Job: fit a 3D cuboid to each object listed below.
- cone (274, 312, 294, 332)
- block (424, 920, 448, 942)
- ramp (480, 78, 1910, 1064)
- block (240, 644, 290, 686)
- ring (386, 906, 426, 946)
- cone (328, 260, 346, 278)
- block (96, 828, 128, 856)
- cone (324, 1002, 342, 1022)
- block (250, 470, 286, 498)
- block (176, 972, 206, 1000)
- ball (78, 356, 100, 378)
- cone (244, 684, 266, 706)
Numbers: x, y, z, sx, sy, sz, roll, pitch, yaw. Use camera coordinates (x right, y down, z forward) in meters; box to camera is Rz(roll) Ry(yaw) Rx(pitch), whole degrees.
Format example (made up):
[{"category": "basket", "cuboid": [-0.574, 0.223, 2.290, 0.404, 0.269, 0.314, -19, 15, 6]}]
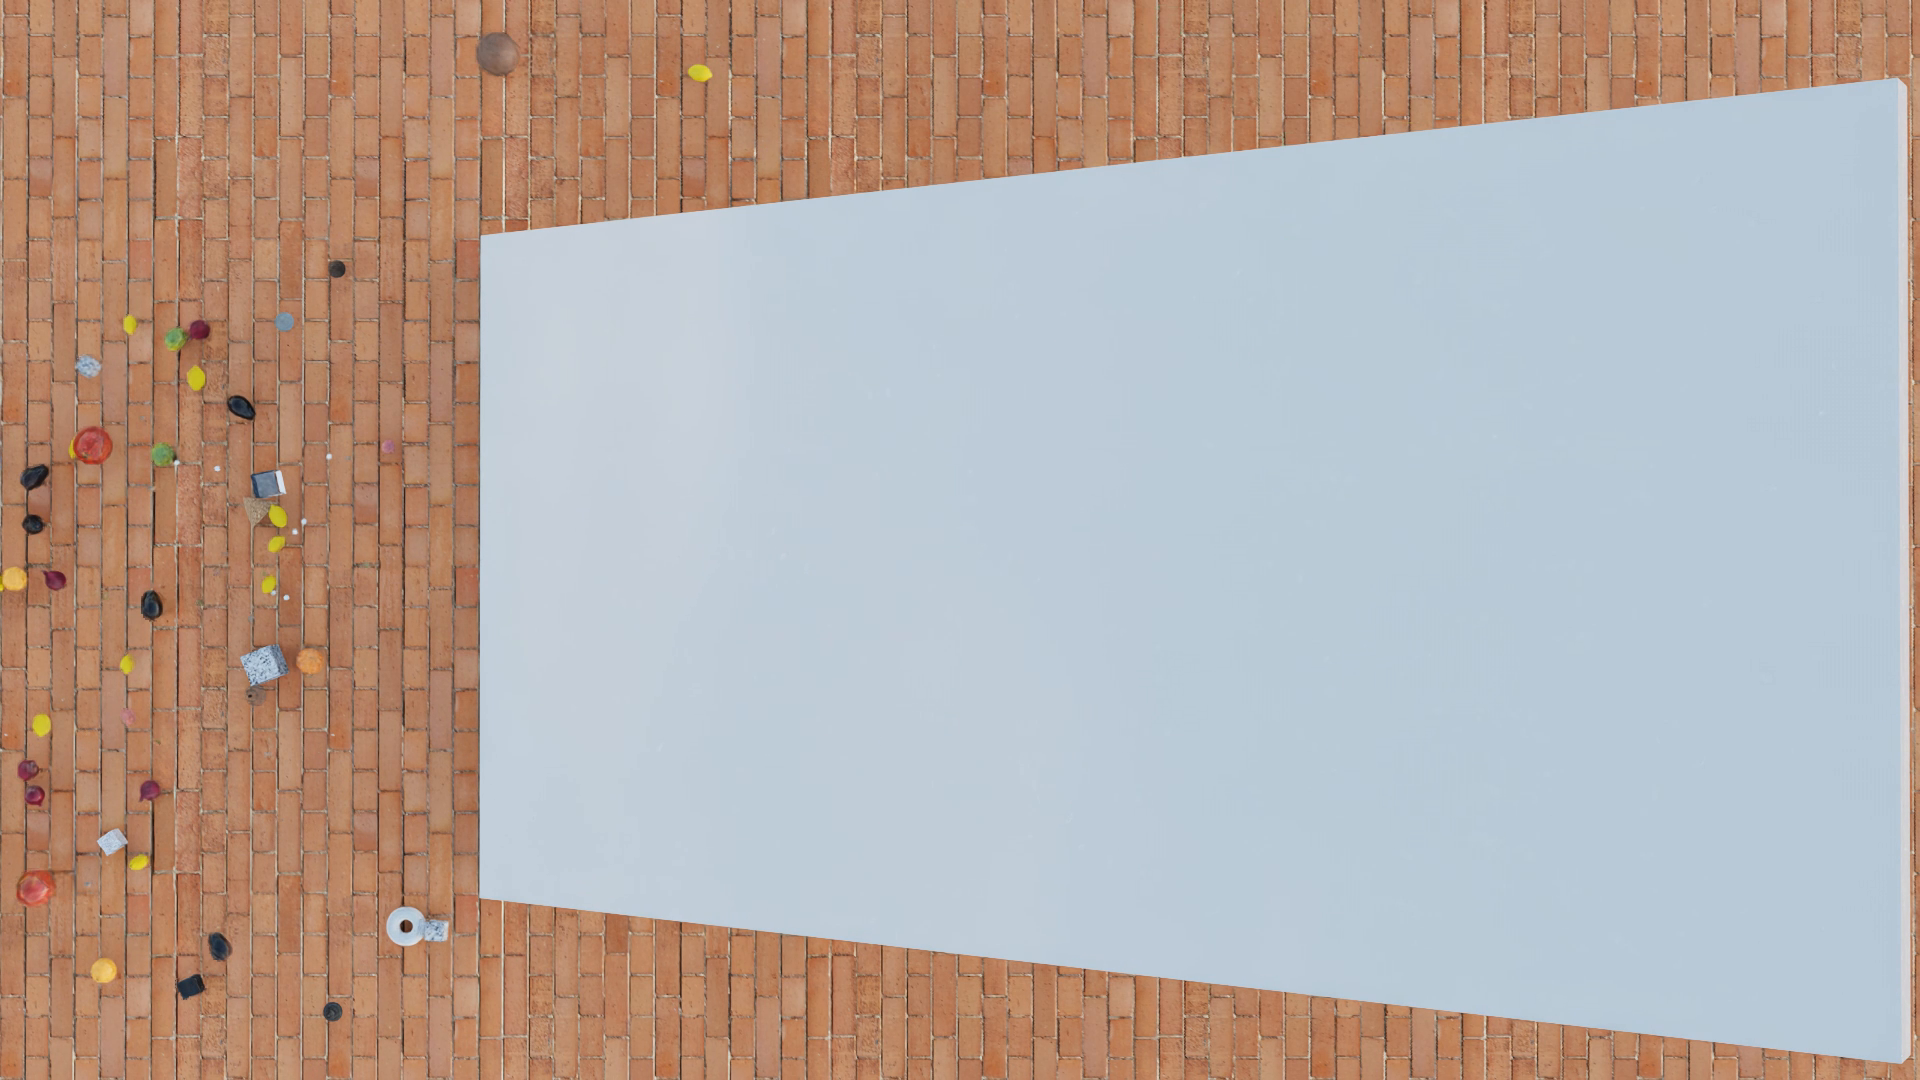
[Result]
[{"category": "cone", "cuboid": [-2.068, -0.668, 6.699, 0.059, 0.059, 0.059, 0, 90, 0]}, {"category": "block", "cuboid": [-1.591, 1.188, 6.685, 0.055, 0.055, 0.055, 5, 90, 0]}, {"category": "ramp", "cuboid": [0.256, 0.070, 5.591, 4.000, 0.100, 2.000, 0, 89, 33]}, {"category": "block", "cuboid": [-2.109, 0.379, 6.673, 0.094, 0.094, 0.094, -22, 90, 0]}, {"category": "ring", "cuboid": [-1.685, 1.176, 6.693, 0.121, 0.040, 0.121, 0, 90, -1]}, {"category": "cone", "cuboid": [-1.907, -0.830, 6.703, 0.054, 0.054, 0.054, 0, 90, 0]}, {"category": "block", "cuboid": [-2.577, 0.918, 6.688, 0.055, 0.055, 0.055, -36, 90, 0]}, {"category": "cone", "cuboid": [-1.914, 1.440, 6.681, 0.059, 0.059, 0.059, 0, 90, 0]}, {"category": "block", "cuboid": [-2.104, -0.169, 6.689, 0.072, 0.072, 0.072, -13, 90, 0]}, {"category": "block", "cuboid": [-2.337, 1.357, 6.684, 0.055, 0.055, 0.055, -22, 90, 0]}, {"category": "ball", "cuboid": [-2.652, -0.527, 6.695, 0.065, 0.065, 0.065, 0, 90, 0]}, {"category": "cone", "cuboid": [-2.153, 0.473, 6.686, 0.067, 0.067, 0.067, 0, 90, 0]}]
